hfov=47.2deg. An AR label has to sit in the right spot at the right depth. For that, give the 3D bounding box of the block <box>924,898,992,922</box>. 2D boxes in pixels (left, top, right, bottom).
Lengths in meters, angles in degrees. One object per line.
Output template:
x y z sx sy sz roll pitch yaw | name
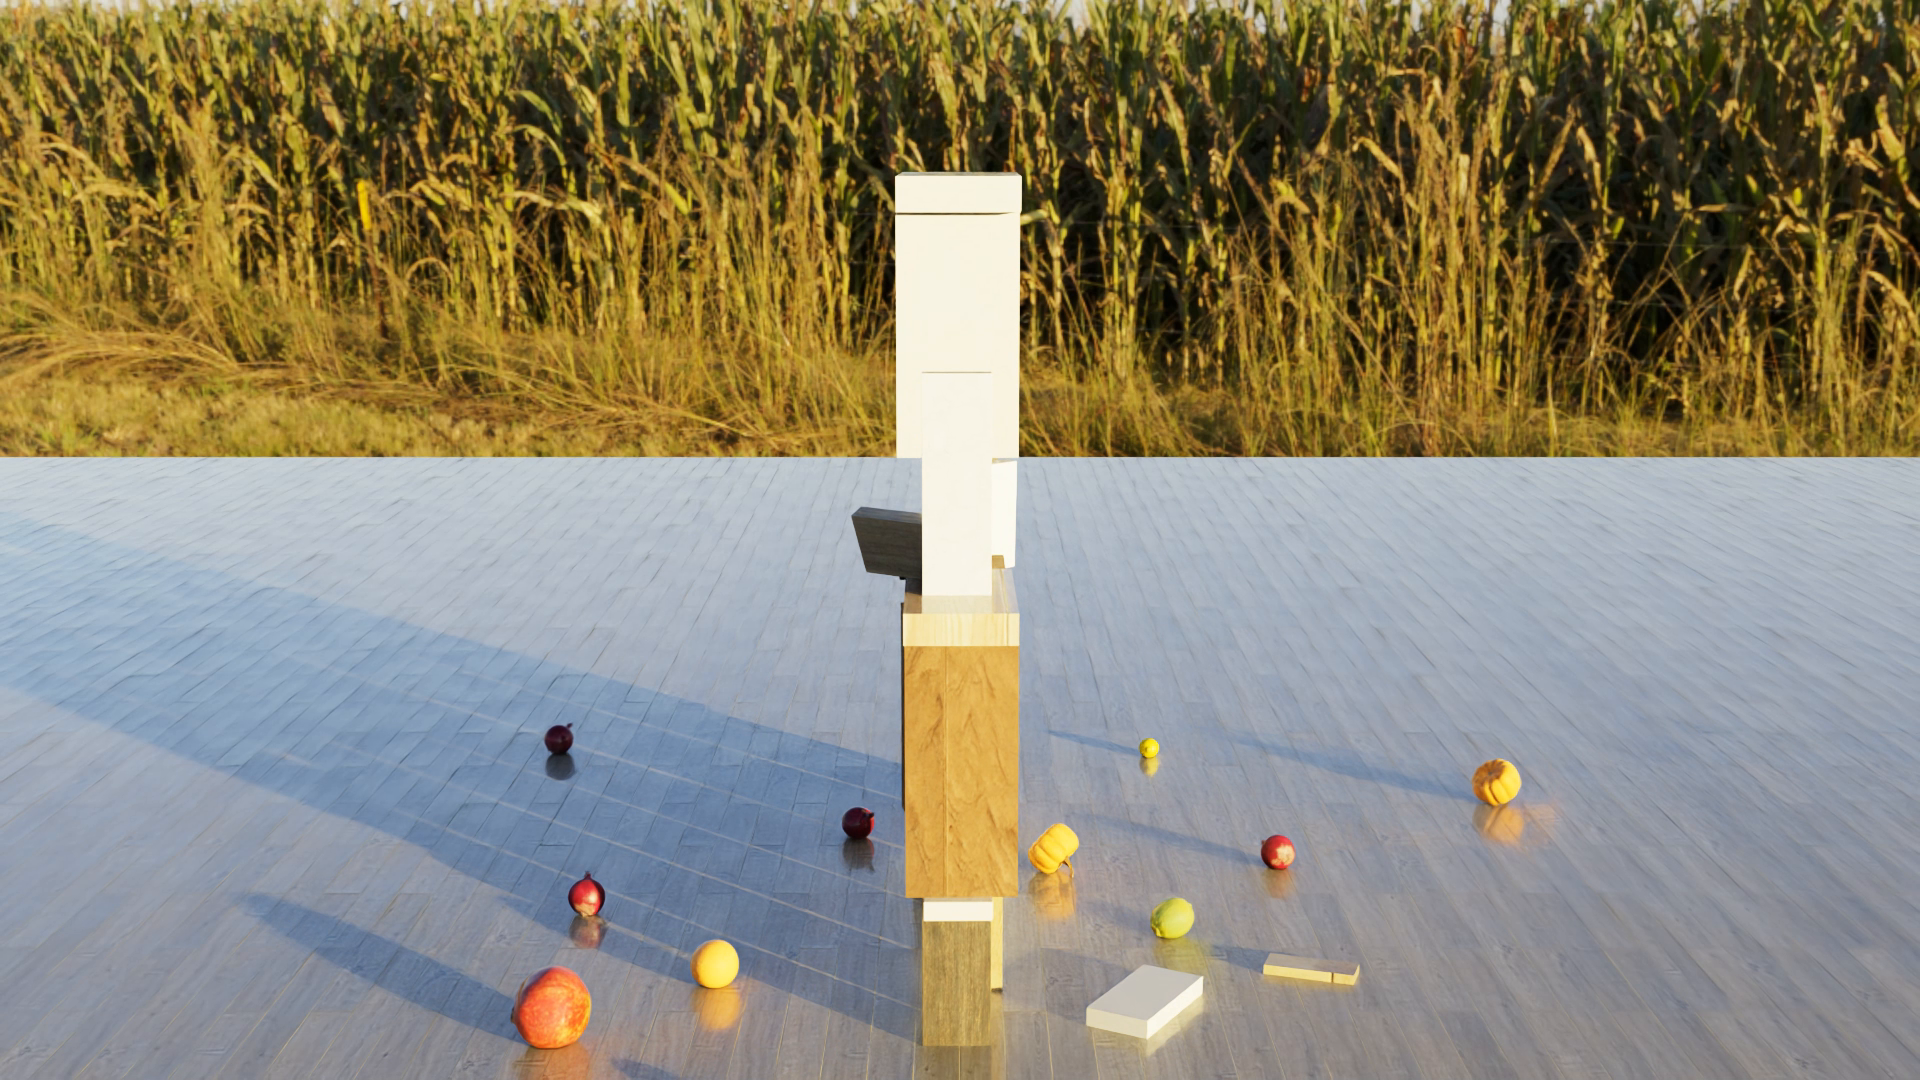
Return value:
-0.003 0.490 3.097 0.094 0.027 0.189 0 11 -1 | block

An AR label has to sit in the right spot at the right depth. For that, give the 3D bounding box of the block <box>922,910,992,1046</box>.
-0.004 0.608 3.054 0.095 0.189 0.027 0 11 0 | block

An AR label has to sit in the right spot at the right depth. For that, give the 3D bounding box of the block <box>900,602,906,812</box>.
-0.007 0.244 3.216 0.154 0.308 0.044 -2 11 -10 | block

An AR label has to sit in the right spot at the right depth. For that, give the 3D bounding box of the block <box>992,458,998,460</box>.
0.010 -0.096 3.776 0.106 0.268 0.030 -3 11 -17 | block

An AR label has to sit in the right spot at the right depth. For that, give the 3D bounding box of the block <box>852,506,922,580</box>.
-0.060 0.009 3.129 0.191 0.095 0.027 7 35 34 | block

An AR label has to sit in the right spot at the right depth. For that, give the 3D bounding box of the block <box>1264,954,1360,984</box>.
0.531 0.647 3.321 0.136 0.014 0.051 4 11 19 | block

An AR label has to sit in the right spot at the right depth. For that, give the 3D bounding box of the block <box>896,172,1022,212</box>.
-0.002 -0.521 3.285 0.178 0.050 0.356 0 10 0 | block

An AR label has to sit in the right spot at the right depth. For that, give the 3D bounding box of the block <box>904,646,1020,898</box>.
0.002 0.309 3.007 0.154 0.361 0.044 0 11 -1 | block

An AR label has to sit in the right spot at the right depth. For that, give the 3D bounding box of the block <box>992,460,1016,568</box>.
0.052 -0.041 3.712 0.091 0.182 0.026 -9 15 -40 | block

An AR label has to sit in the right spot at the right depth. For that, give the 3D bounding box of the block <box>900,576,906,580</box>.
-0.041 0.035 3.245 0.102 0.051 0.014 -3 51 3 | block

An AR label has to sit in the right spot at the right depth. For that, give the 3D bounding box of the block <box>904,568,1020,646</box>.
0.000 0.092 3.072 0.154 0.044 0.308 0 10 -1 | block

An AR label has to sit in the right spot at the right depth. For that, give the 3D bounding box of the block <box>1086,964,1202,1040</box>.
0.269 0.667 3.183 0.095 0.027 0.191 6 12 29 | block

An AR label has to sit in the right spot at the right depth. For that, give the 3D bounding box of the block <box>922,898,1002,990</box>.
0.004 0.548 3.249 0.118 0.236 0.033 0 10 0 | block

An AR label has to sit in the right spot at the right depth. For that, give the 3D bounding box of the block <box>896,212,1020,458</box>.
-0.003 -0.300 3.208 0.178 0.356 0.050 0 11 0 | block

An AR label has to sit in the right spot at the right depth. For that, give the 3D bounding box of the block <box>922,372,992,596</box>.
-0.004 -0.077 3.019 0.095 0.307 0.027 0 10 -1 | block

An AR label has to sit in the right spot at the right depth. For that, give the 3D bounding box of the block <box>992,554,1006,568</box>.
0.001 0.068 3.372 0.139 0.039 0.278 0 11 -1 | block
